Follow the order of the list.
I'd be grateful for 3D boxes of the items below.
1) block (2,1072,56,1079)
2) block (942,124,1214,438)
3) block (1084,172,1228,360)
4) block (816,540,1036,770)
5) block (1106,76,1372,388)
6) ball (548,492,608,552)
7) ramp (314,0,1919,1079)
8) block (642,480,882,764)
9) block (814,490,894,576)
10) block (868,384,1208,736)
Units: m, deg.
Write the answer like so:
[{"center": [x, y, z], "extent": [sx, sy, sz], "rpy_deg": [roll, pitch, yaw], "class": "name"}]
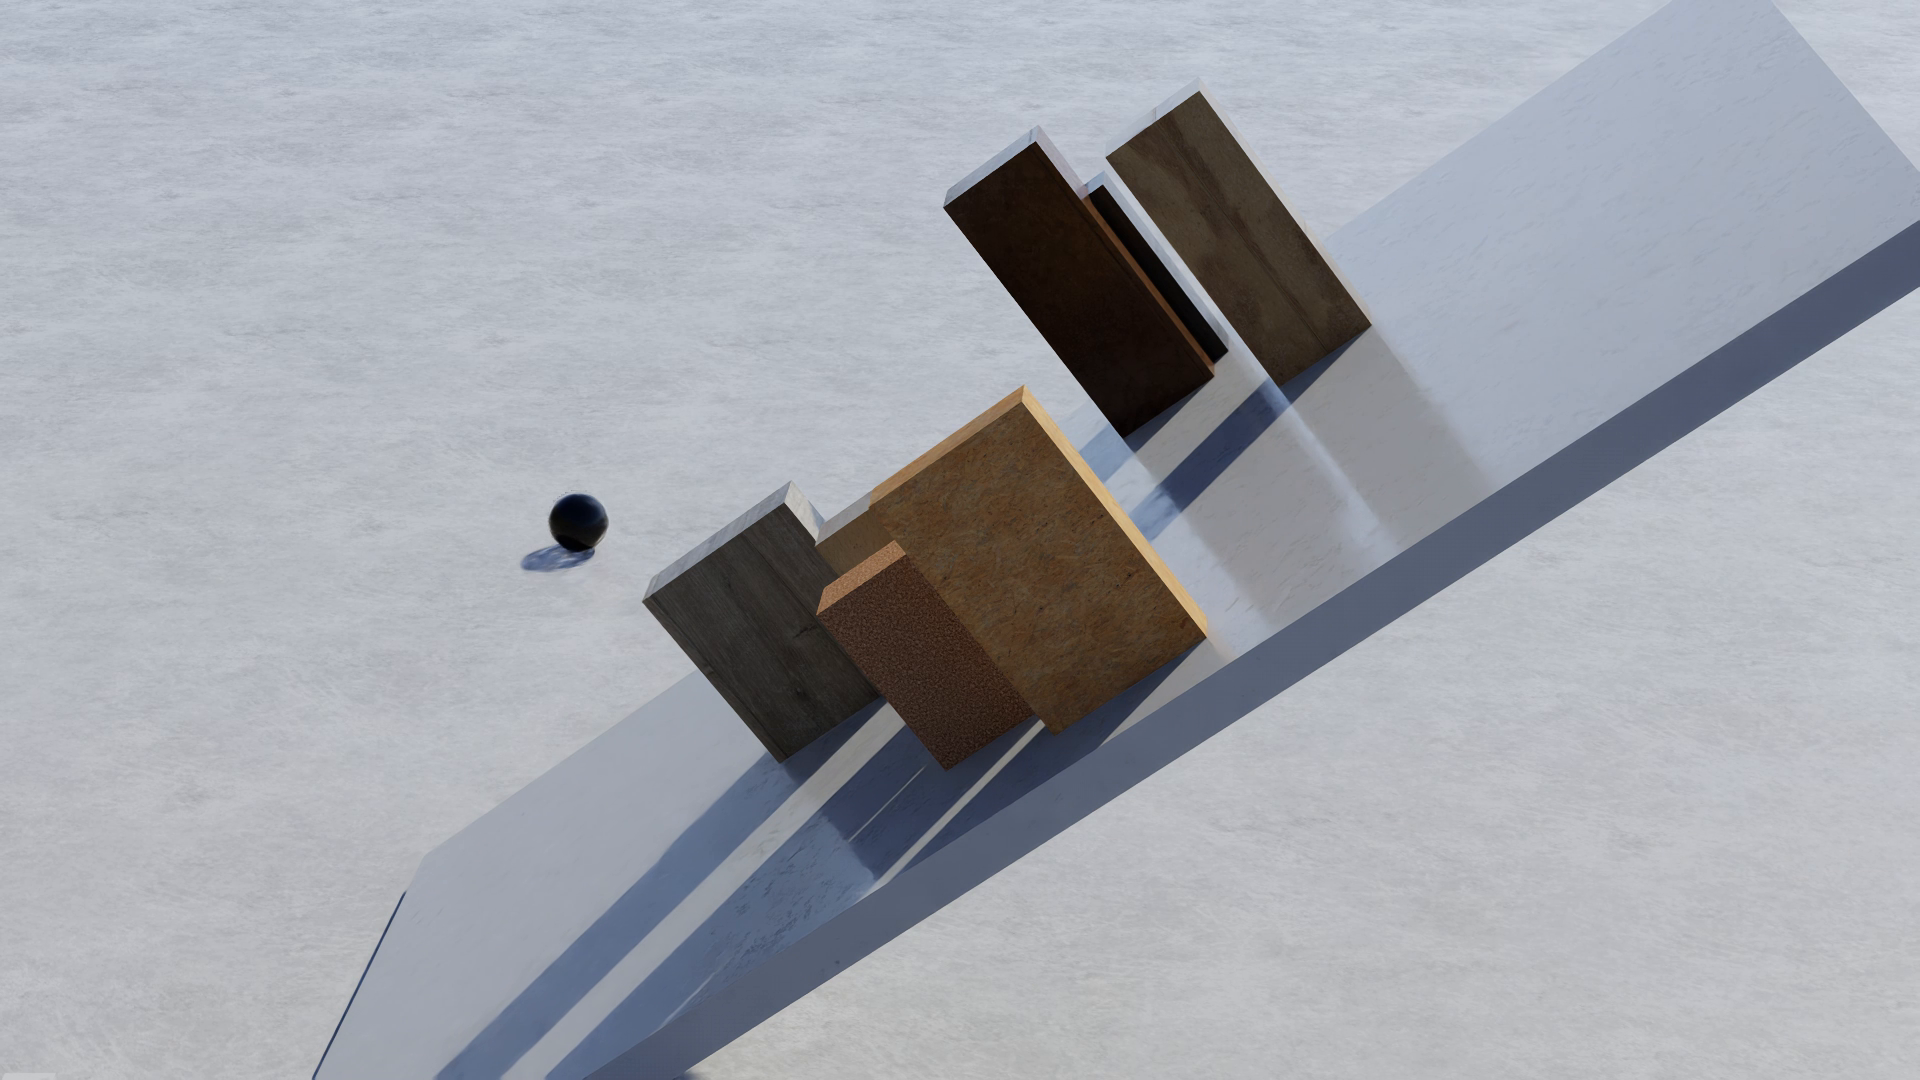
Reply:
[{"center": [-2.137, 1.302, 6.731], "extent": [0.116, 0.116, 0.116], "rpy_deg": [0, 23, 0], "class": "block"}, {"center": [0.274, -0.583, 6.677], "extent": [0.258, 0.679, 0.145], "rpy_deg": [-34, 16, 16], "class": "block"}, {"center": [0.366, -0.567, 6.780], "extent": [0.272, 0.489, 0.118], "rpy_deg": [-34, 16, 16], "class": "block"}, {"center": [-0.030, 0.194, 5.687], "extent": [0.293, 0.409, 0.129], "rpy_deg": [-34, 16, 16], "class": "block"}, {"center": [0.592, -0.650, 6.239], "extent": [0.241, 0.628, 0.122], "rpy_deg": [-34, 16, 16], "class": "block"}, {"center": [-1.284, -0.060, 9.899], "extent": [0.200, 0.200, 0.200], "rpy_deg": [0, 23, 0], "class": "ball"}, {"center": [0.129, 0.179, 6.322], "extent": [4.000, 0.100, 2.000], "rpy_deg": [-34, 16, 16], "class": "ramp"}, {"center": [-0.379, 0.180, 6.388], "extent": [0.395, 0.477, 0.130], "rpy_deg": [-34, 16, 16], "class": "block"}, {"center": [-0.031, 0.069, 5.992], "extent": [0.320, 0.434, 0.112], "rpy_deg": [-34, 16, 16], "class": "block"}, {"center": [0.147, 0.042, 5.415], "extent": [0.349, 0.568, 0.093], "rpy_deg": [-34, 16, 16], "class": "block"}]
